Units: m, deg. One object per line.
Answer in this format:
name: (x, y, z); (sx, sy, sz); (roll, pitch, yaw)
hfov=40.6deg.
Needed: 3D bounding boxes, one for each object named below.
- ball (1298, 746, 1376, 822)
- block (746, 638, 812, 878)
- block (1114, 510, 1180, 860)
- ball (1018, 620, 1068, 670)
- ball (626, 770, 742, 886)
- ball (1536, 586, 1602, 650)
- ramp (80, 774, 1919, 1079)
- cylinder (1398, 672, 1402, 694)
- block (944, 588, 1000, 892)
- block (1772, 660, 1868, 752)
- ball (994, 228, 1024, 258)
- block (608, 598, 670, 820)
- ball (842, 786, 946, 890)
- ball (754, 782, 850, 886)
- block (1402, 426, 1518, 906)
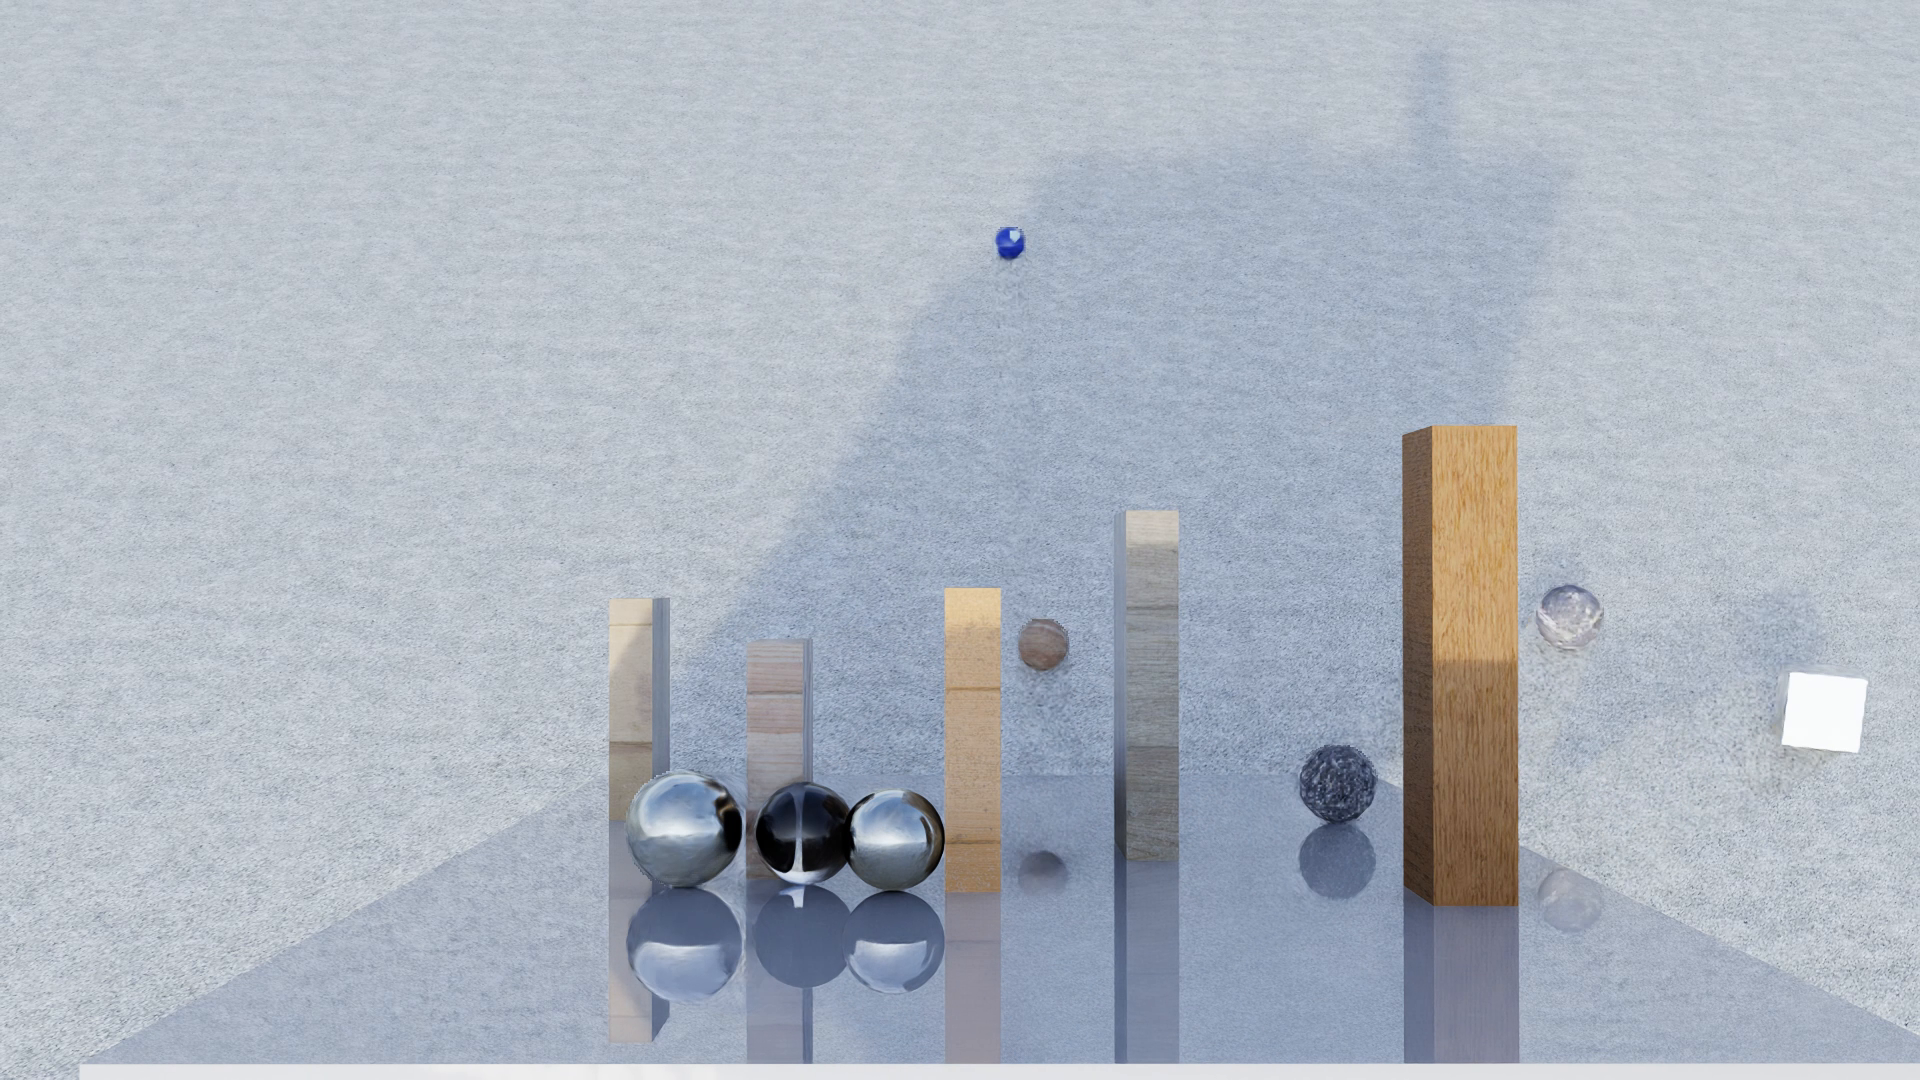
ball: (0.790, 0.511, 5.422); (0.160, 0.160, 0.160); (0, 32, 0)
block: (-0.315, 0.378, 4.570); (0.095, 0.401, 0.312); (0, -1, 0)
block: (0.349, 0.266, 4.883); (0.095, 0.634, 0.373); (0, -1, 0)
ball: (0.232, 0.294, 7.255); (0.141, 0.141, 0.141); (0, 32, 0)
ball: (-0.457, 0.479, 4.302); (0.191, 0.191, 0.191); (0, 32, 0)
ball: (1.723, 0.220, 7.331); (0.185, 0.185, 0.185); (0, 32, 0)
ramp: (0.072, 0.631, 4.730); (2.000, 0.100, 4.000); (0, -1, 0)
cylinder: (1.281, 0.396, 7.104); (0.114, 0.114, 0.114); (-21, 30, -30)
block: (0.021, 0.329, 4.421); (0.091, 0.495, 0.390); (0, -1, 0)
block: (2.289, 0.442, 6.910); (0.194, 0.194, 0.194); (6, 7, 9)
ball: (0.180, -1.082, 9.456); (0.113, 0.113, 0.113); (0, 32, 0)
block: (-0.696, 0.361, 5.642); (0.091, 0.468, 0.331); (0, -1, 0)
ball: (-0.109, 0.490, 4.246); (0.169, 0.169, 0.169); (0, 32, 0)
ball: (-0.258, 0.490, 4.327); (0.171, 0.171, 0.171); (0, 32, 0)
block: (0.805, 0.198, 4.186); (0.133, 0.750, 0.275); (0, -1, 0)
